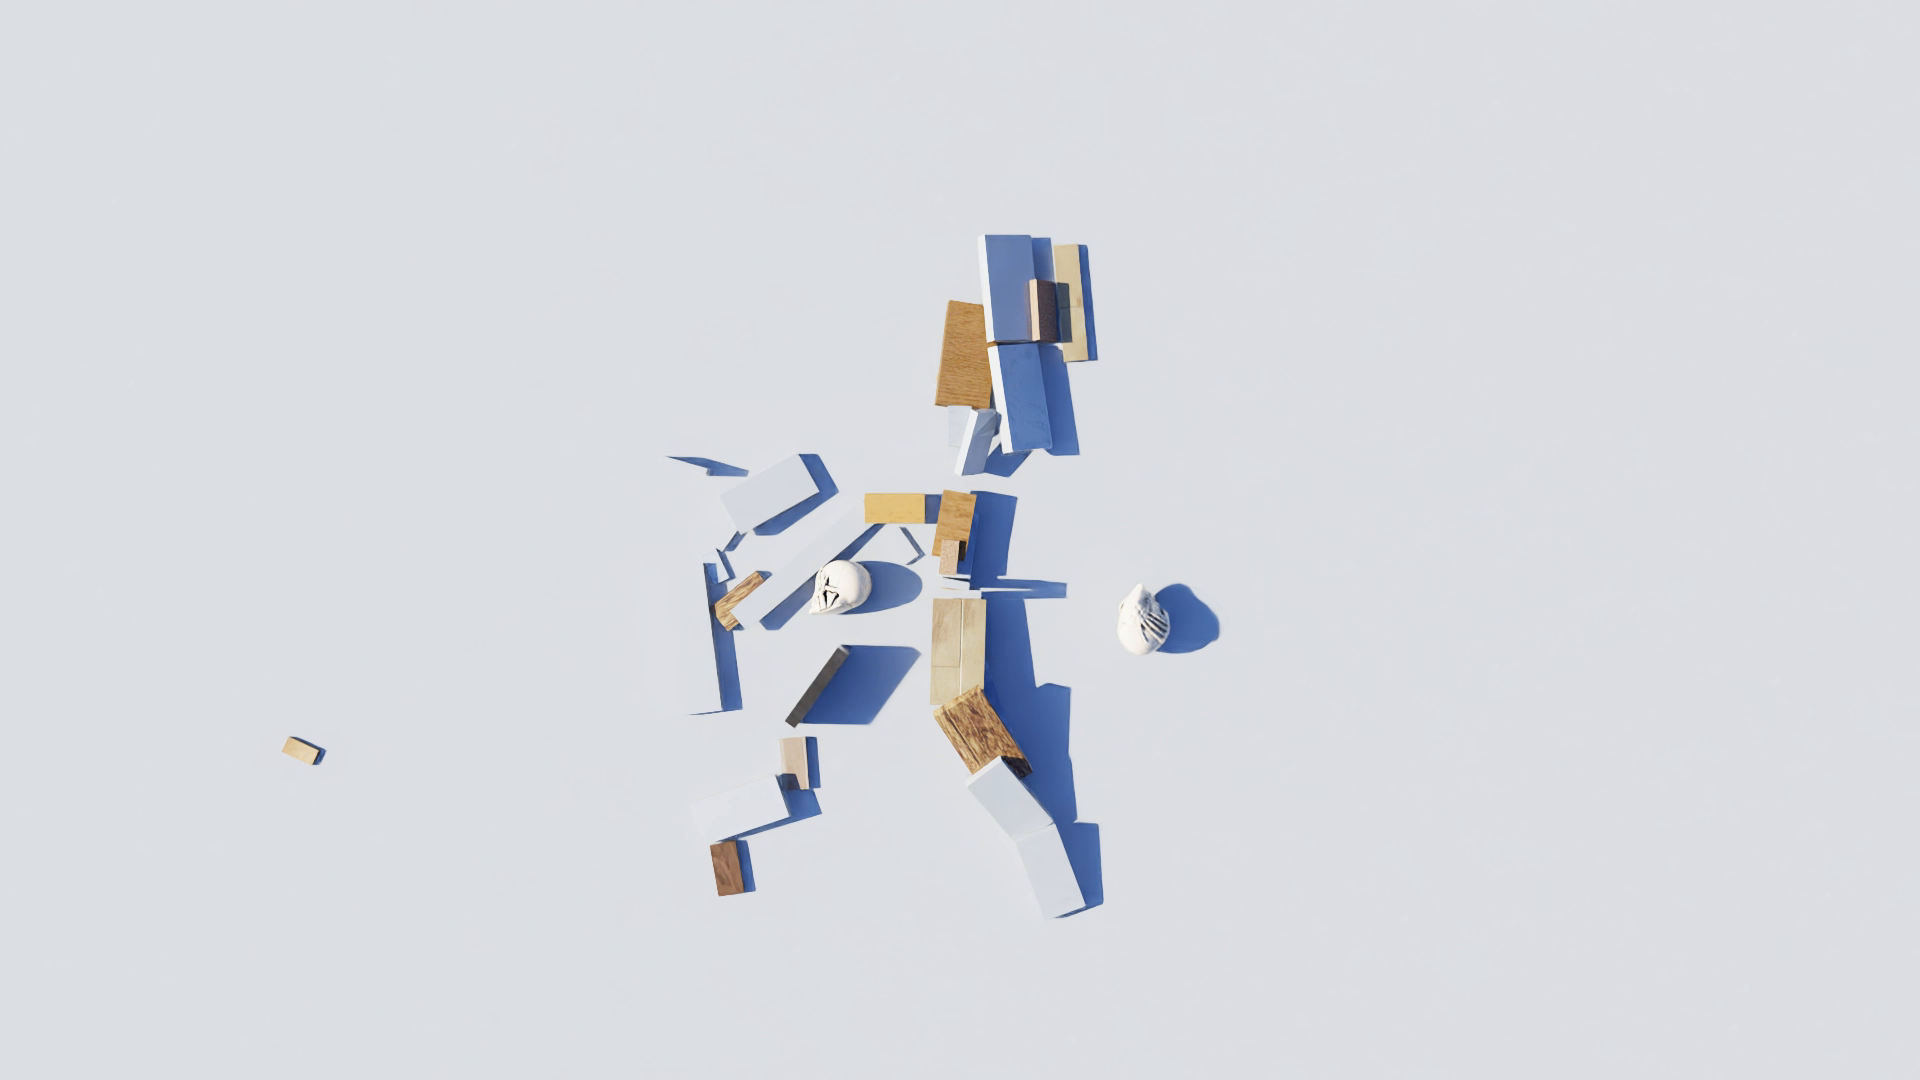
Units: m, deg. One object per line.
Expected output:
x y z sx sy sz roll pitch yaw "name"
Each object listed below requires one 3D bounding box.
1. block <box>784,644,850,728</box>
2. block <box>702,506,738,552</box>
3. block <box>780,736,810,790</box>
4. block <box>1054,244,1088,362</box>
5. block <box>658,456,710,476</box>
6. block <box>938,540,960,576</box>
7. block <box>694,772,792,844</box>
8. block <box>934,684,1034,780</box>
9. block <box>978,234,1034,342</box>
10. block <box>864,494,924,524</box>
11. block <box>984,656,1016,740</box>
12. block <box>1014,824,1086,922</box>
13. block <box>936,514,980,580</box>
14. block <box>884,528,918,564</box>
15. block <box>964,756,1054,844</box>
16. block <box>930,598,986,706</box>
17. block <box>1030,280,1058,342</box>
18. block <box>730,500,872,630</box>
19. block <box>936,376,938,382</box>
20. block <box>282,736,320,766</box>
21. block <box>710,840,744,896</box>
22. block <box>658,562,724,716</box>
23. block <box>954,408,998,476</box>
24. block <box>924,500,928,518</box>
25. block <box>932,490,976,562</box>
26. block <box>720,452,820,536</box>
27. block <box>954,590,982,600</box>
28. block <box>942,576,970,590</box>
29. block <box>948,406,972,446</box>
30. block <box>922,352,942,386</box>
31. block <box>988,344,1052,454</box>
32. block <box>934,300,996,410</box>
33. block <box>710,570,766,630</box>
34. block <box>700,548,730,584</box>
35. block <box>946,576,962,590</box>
-0.467 0.480 5.426 0.042 0.148 0.295 36 90 0 "block"
-0.776 -0.050 5.489 0.081 0.023 0.161 36 90 0 "block"
-0.551 0.743 5.488 0.086 0.024 0.173 -4 90 0 "block"
0.368 -0.789 5.489 0.081 0.023 0.387 -5 90 0 "block"
-0.911 -0.246 5.460 0.161 0.081 0.023 16 90 0 "block"
-0.036 0.057 5.404 0.057 0.016 0.114 5 90 0 "block"
-0.722 0.890 5.467 0.291 0.041 0.145 -19 90 5 "block"
0.076 0.661 5.397 0.175 0.049 0.349 -31 109 4 "block"
0.162 -0.830 5.439 0.174 0.049 0.347 -5 90 -27 "block"
-0.217 -0.105 5.465 0.198 0.028 0.099 0 88 -2 "block"
0.055 0.564 5.475 0.175 0.049 0.349 -20 90 0 "block"
0.297 1.099 5.454 0.145 0.041 0.291 -20 100 0 "block"
-0.006 0.015 5.459 0.111 0.031 0.221 8 90 0 "block"
-0.194 0.020 5.492 0.057 0.016 0.114 -35 90 0 "block"
0.162 0.860 5.426 0.145 0.041 0.291 -37 109 6 "block"
-0.006 0.370 5.429 0.175 0.049 0.349 1 84 2 "block"
0.277 -0.757 5.453 0.028 0.099 0.198 -3 90 40 "block"
-0.515 0.084 5.469 0.568 0.024 0.086 -40 90 -4 "block"
-0.013 -0.487 5.461 0.077 0.022 0.155 -25 89 -11 "block"
-2.195 0.702 5.492 0.110 0.016 0.055 25 90 0 "block"
-0.774 1.092 5.488 0.086 0.024 0.173 -10 90 0 "block"
-0.893 0.329 5.479 0.148 0.042 0.492 -7 90 0 "block"
0.056 -0.321 5.412 0.031 0.111 0.221 30 115 35 "block"
-0.165 -0.102 5.492 0.114 0.016 0.057 -2 90 0 "block"
-0.020 -0.048 5.428 0.111 0.031 0.221 10 90 0 "block"
-0.632 -0.153 5.465 0.295 0.042 0.148 -29 90 -6 "block"
0.023 0.181 5.410 0.090 0.179 0.025 2 86 0 "block"
-0.015 0.142 5.385 0.090 0.179 0.025 7 91 0 "block"
-0.001 -0.374 5.440 0.077 0.022 0.155 1 132 0 "block"
-0.053 -0.538 5.489 0.077 0.022 0.155 -30 90 0 "block"
0.199 -0.467 5.428 0.174 0.049 0.347 -8 90 -37 "block"
0.026 -0.605 5.443 0.174 0.049 0.347 8 83 -9 "block"
-0.724 0.202 5.486 0.198 0.028 0.099 -39 90 0 "block"
-0.815 0.088 5.492 0.055 0.016 0.110 -25 90 0 "block"
-0.008 0.077 5.487 0.090 0.025 0.179 6 90 0 "block"
